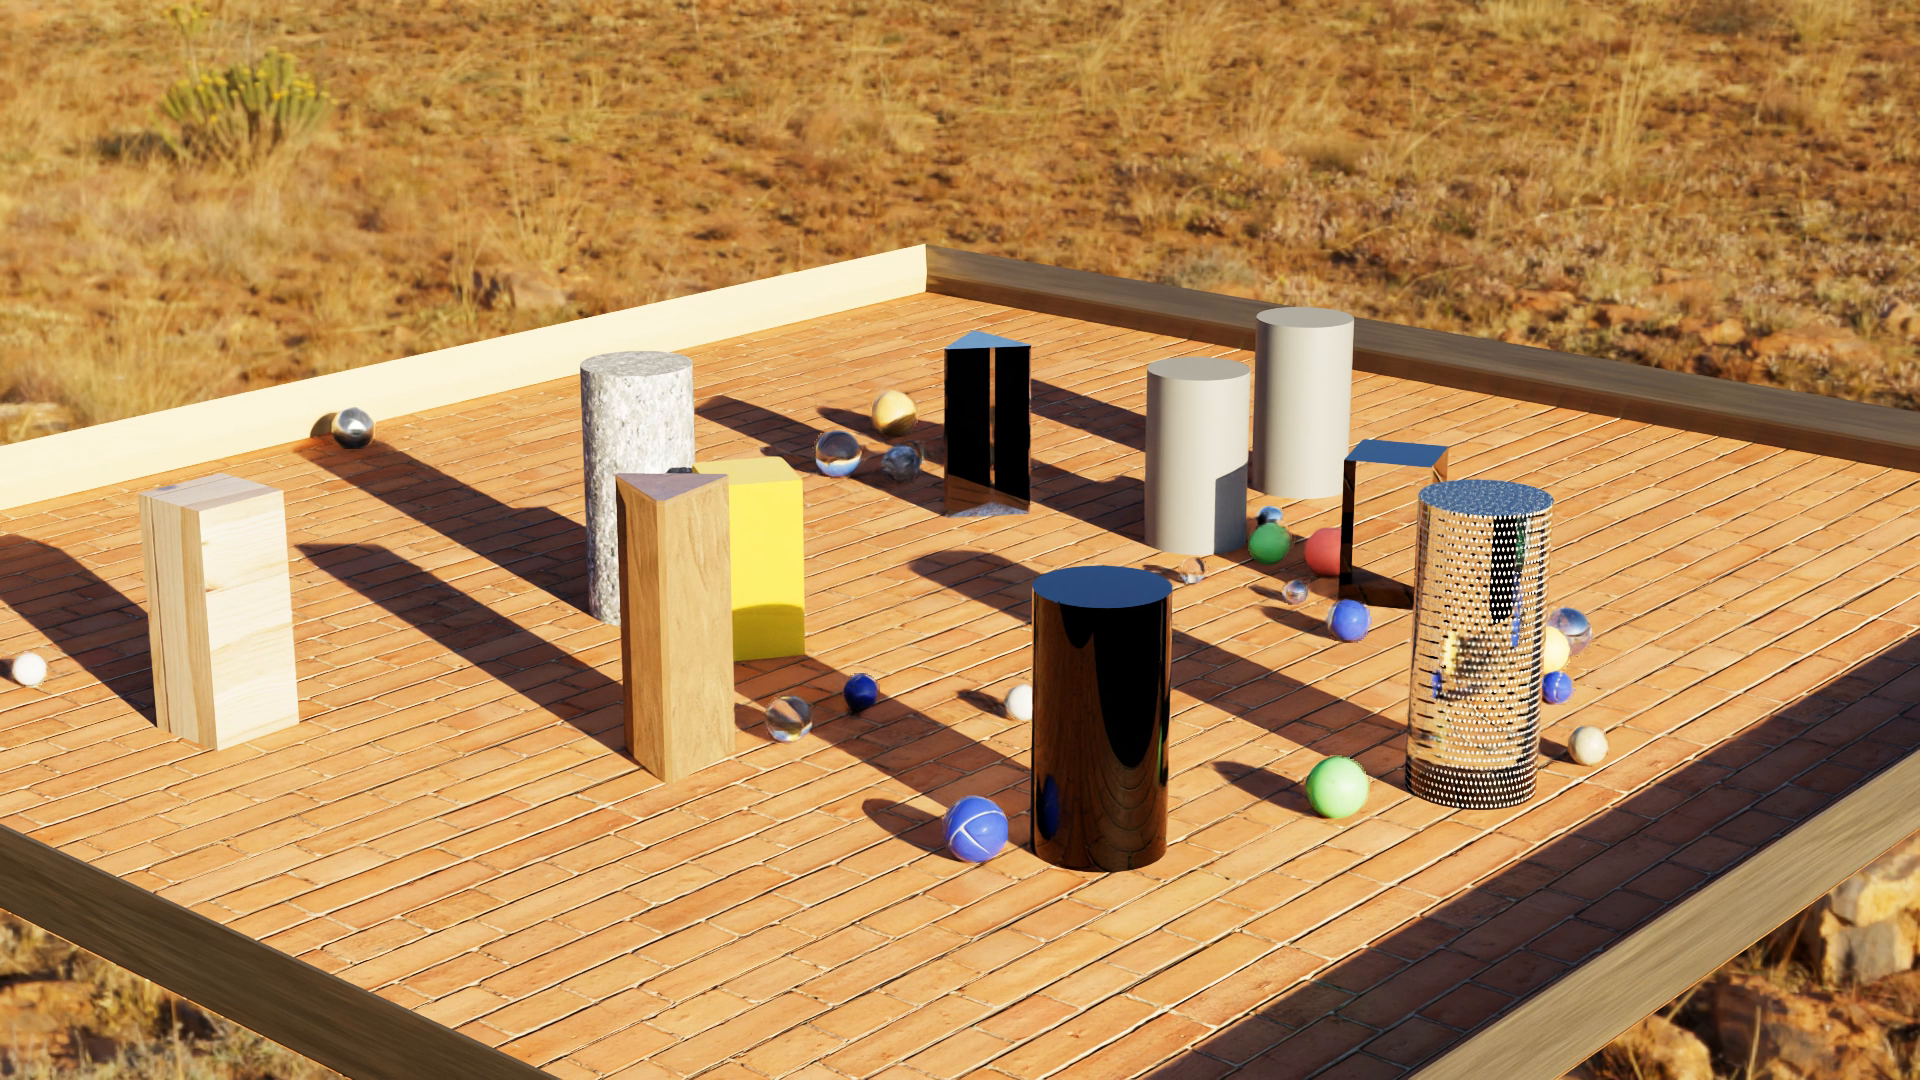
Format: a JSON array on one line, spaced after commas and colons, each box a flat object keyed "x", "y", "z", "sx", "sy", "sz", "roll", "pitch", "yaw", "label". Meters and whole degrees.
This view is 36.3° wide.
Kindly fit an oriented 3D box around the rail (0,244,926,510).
[{"x": -1.284, "y": -0.292, "z": 6.188, "sx": 0.045, "sy": 0.122, "sz": 3.698, "roll": 14, "pitch": 22, "yaw": 39, "label": "rail"}]

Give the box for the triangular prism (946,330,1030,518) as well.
[{"x": 0.040, "y": -0.225, "z": 5.612, "sx": 0.163, "sy": 0.329, "sz": 0.141, "roll": -3, "pitch": 17, "yaw": -10, "label": "triangular prism"}]

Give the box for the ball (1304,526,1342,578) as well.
[{"x": 0.658, "y": 0.022, "z": 5.210, "sx": 0.090, "sy": 0.090, "sz": 0.090, "roll": 0, "pitch": 17, "yaw": 0, "label": "ball"}]

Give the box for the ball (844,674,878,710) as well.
[{"x": -0.154, "y": 0.237, "z": 4.560, "sx": 0.054, "sy": 0.054, "sz": 0.054, "roll": 0, "pitch": 17, "yaw": 0, "label": "ball"}]

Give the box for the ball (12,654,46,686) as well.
[{"x": -1.481, "y": 0.206, "z": 4.666, "sx": 0.052, "sy": 0.052, "sz": 0.052, "roll": 0, "pitch": 17, "yaw": 0, "label": "ball"}]

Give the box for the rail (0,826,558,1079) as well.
[{"x": -1.197, "y": 0.429, "z": 3.801, "sx": 3.449, "sy": 0.122, "sz": 0.045, "roll": 14, "pitch": 22, "yaw": 39, "label": "rail"}]

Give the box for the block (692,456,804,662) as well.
[{"x": -0.348, "y": 0.031, "z": 4.820, "sx": 0.151, "sy": 0.298, "sz": 0.151, "roll": -5, "pitch": 17, "yaw": -15, "label": "block"}]

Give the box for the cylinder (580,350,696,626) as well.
[{"x": -0.543, "y": -0.088, "z": 4.979, "sx": 0.189, "sy": 0.434, "sz": 0.189, "roll": 0, "pitch": 17, "yaw": 0, "label": "cylinder"}]

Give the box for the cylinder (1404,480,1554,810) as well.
[{"x": 0.741, "y": 0.148, "z": 4.194, "sx": 0.189, "sy": 0.436, "sz": 0.189, "roll": 0, "pitch": 17, "yaw": 0, "label": "cylinder"}]

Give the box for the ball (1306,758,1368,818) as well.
[{"x": 0.530, "y": 0.349, "z": 4.131, "sx": 0.087, "sy": 0.087, "sz": 0.087, "roll": 0, "pitch": 17, "yaw": 0, "label": "ball"}]

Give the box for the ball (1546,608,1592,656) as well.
[{"x": 0.992, "y": 0.151, "z": 4.801, "sx": 0.080, "sy": 0.080, "sz": 0.080, "roll": 0, "pitch": 17, "yaw": 0, "label": "ball"}]

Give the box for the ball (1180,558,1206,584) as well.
[{"x": 0.410, "y": 0.055, "z": 5.178, "sx": 0.045, "sy": 0.045, "sz": 0.045, "roll": 0, "pitch": 17, "yaw": 0, "label": "ball"}]

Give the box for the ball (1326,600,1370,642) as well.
[{"x": 0.645, "y": 0.133, "z": 4.875, "sx": 0.070, "sy": 0.070, "sz": 0.070, "roll": 0, "pitch": 17, "yaw": 0, "label": "ball"}]

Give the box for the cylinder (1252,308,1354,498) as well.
[{"x": 0.670, "y": -0.270, "z": 5.742, "sx": 0.189, "sy": 0.340, "sz": 0.189, "roll": 0, "pitch": 17, "yaw": 0, "label": "cylinder"}]

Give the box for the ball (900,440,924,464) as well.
[{"x": -0.099, "y": -0.173, "z": 5.914, "sx": 0.056, "sy": 0.056, "sz": 0.056, "roll": 0, "pitch": 17, "yaw": 0, "label": "ball"}]

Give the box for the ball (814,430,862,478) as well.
[{"x": -0.244, "y": -0.172, "z": 5.844, "sx": 0.094, "sy": 0.094, "sz": 0.094, "roll": 0, "pitch": 17, "yaw": 0, "label": "ball"}]

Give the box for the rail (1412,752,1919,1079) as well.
[{"x": 1.284, "y": 0.353, "z": 4.053, "sx": 0.045, "sy": 0.122, "sz": 3.698, "roll": 14, "pitch": 22, "yaw": 39, "label": "rail"}]

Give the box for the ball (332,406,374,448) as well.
[{"x": -1.253, "y": -0.232, "z": 6.054, "sx": 0.086, "sy": 0.086, "sz": 0.086, "roll": 0, "pitch": 17, "yaw": 0, "label": "ball"}]

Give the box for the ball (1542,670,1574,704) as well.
[{"x": 0.932, "y": 0.230, "z": 4.585, "sx": 0.052, "sy": 0.052, "sz": 0.052, "roll": 0, "pitch": 17, "yaw": 0, "label": "ball"}]

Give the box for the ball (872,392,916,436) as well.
[{"x": -0.139, "y": -0.265, "z": 6.150, "sx": 0.094, "sy": 0.094, "sz": 0.094, "roll": 0, "pitch": 17, "yaw": 0, "label": "ball"}]

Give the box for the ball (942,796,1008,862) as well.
[{"x": 0.021, "y": 0.393, "z": 3.981, "sx": 0.090, "sy": 0.090, "sz": 0.090, "roll": 0, "pitch": 17, "yaw": 0, "label": "ball"}]

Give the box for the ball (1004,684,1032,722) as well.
[{"x": 0.096, "y": 0.251, "z": 4.511, "sx": 0.056, "sy": 0.056, "sz": 0.056, "roll": 0, "pitch": 17, "yaw": 0, "label": "ball"}]

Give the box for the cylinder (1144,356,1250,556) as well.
[{"x": 0.435, "y": -0.156, "z": 5.388, "sx": 0.189, "sy": 0.327, "sz": 0.189, "roll": 0, "pitch": 17, "yaw": 0, "label": "cylinder"}]

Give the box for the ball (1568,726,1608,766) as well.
[{"x": 0.927, "y": 0.304, "z": 4.331, "sx": 0.059, "sy": 0.059, "sz": 0.059, "roll": 0, "pitch": 17, "yaw": 0, "label": "ball"}]

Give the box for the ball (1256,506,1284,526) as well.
[{"x": 0.579, "y": -0.040, "z": 5.485, "sx": 0.049, "sy": 0.049, "sz": 0.049, "roll": 0, "pitch": 17, "yaw": 0, "label": "ball"}]

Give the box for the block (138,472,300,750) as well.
[{"x": -1.121, "y": 0.107, "z": 4.440, "sx": 0.151, "sy": 0.373, "sz": 0.151, "roll": 14, "pitch": 21, "yaw": 38, "label": "block"}]

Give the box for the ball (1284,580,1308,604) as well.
[{"x": 0.581, "y": 0.090, "z": 5.068, "sx": 0.042, "sy": 0.042, "sz": 0.042, "roll": 0, "pitch": 17, "yaw": 0, "label": "ball"}]

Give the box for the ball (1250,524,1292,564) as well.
[{"x": 0.561, "y": 0.006, "z": 5.291, "sx": 0.073, "sy": 0.073, "sz": 0.073, "roll": 0, "pitch": 17, "yaw": 0, "label": "ball"}]

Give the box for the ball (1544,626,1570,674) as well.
[{"x": 0.941, "y": 0.177, "z": 4.718, "sx": 0.078, "sy": 0.078, "sz": 0.078, "roll": 0, "pitch": 17, "yaw": 0, "label": "ball"}]

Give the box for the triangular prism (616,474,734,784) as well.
[{"x": -0.441, "y": 0.119, "z": 4.304, "sx": 0.141, "sy": 0.428, "sz": 0.163, "roll": 10, "pitch": 19, "yaw": 30, "label": "triangular prism"}]

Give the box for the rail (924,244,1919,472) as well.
[{"x": 1.197, "y": -0.368, "z": 6.440, "sx": 3.449, "sy": 0.122, "sz": 0.045, "roll": 14, "pitch": 22, "yaw": 39, "label": "rail"}]

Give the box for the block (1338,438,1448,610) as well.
[{"x": 0.752, "y": -0.027, "z": 5.086, "sx": 0.151, "sy": 0.256, "sz": 0.151, "roll": 6, "pitch": 18, "yaw": 19, "label": "block"}]

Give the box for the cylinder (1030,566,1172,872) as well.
[{"x": 0.191, "y": 0.242, "z": 3.988, "sx": 0.189, "sy": 0.376, "sz": 0.189, "roll": 0, "pitch": 17, "yaw": 0, "label": "cylinder"}]

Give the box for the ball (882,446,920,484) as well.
[{"x": -0.117, "y": -0.150, "z": 5.804, "sx": 0.075, "sy": 0.075, "sz": 0.075, "roll": 0, "pitch": 17, "yaw": 0, "label": "ball"}]

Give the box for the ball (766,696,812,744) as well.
[{"x": -0.258, "y": 0.270, "z": 4.420, "sx": 0.072, "sy": 0.072, "sz": 0.072, "roll": 0, "pitch": 17, "yaw": 0, "label": "ball"}]
